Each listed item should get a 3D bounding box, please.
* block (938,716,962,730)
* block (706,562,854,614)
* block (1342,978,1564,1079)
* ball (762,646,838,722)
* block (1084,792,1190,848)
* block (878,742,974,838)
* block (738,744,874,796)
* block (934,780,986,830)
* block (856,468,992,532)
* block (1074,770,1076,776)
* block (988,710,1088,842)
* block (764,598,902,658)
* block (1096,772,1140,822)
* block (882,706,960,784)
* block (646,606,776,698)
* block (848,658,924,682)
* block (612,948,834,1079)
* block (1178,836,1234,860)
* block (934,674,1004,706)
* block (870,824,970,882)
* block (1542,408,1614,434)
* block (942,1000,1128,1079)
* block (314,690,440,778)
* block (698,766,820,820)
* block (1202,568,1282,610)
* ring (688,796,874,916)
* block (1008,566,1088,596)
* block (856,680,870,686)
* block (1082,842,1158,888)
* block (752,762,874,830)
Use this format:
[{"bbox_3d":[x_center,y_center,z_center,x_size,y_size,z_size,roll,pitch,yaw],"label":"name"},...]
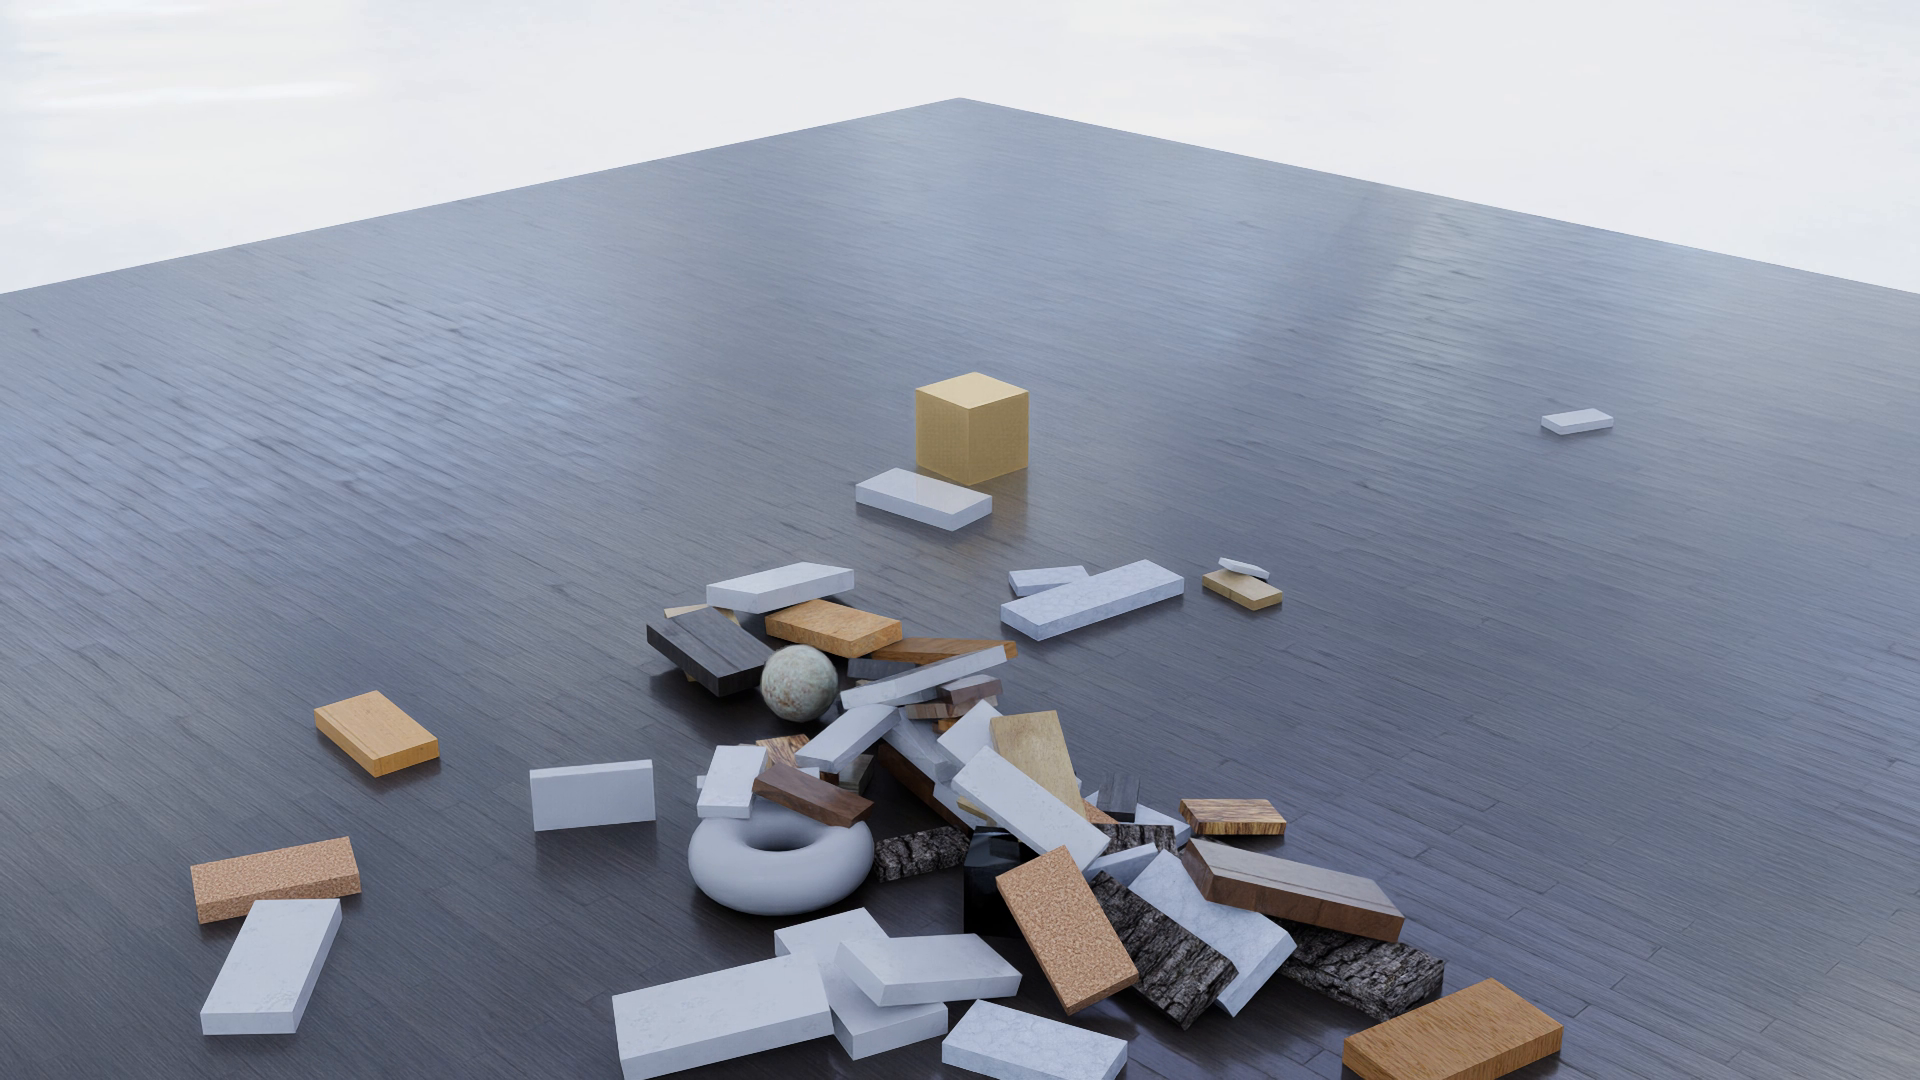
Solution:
[{"bbox_3d":[0.029,0.367,4.351,0.069,0.020,0.138,-11,10,-40],"label":"block"},{"bbox_3d":[-0.433,0.114,5.335,0.170,0.048,0.339,8,14,38],"label":"block"},{"bbox_3d":[0.830,0.848,3.700,0.337,0.048,0.169,-14,27,-29],"label":"block"},{"bbox_3d":[-0.350,0.314,4.806,0.169,0.169,0.169,0,23,0],"label":"ball"},{"bbox_3d":[0.335,0.567,4.384,0.225,0.032,0.113,20,30,38],"label":"block"},{"bbox_3d":[-0.019,0.490,4.489,0.149,0.042,0.297,-17,37,-36],"label":"block"},{"bbox_3d":[-0.336,0.481,4.558,0.290,0.041,0.145,4,18,9],"label":"block"},{"bbox_3d":[0.102,0.545,4.339,0.148,0.042,0.297,-20,43,-39],"label":"block"},{"bbox_3d":[-0.099,-0.112,5.964,0.339,0.048,0.170,17,29,35],"label":"block"},{"bbox_3d":[0.171,0.496,4.569,0.130,0.018,0.065,-17,28,-35],"label":"block"},{"bbox_3d":[0.146,0.443,4.149,0.129,0.037,0.258,-5,51,-12],"label":"block"},{"bbox_3d":[-0.298,0.206,5.165,0.156,0.044,0.311,-21,23,-40],"label":"block"},{"bbox_3d":[0.318,0.518,4.430,0.078,0.022,0.157,3,23,7],"label":"block"},{"bbox_3d":[-0.046,0.408,4.493,0.148,0.042,0.297,-11,20,-24],"label":"block"},{"bbox_3d":[-0.557,0.251,4.996,0.170,0.048,0.339,-15,27,-32],"label":"block"},{"bbox_3d":[-0.145,0.290,4.812,0.145,0.041,0.290,4,-5,10],"label":"block"},{"bbox_3d":[-0.404,0.805,3.731,0.354,0.050,0.177,-12,27,-8],"label":"block"},{"bbox_3d":[0.449,0.641,4.210,0.113,0.032,0.225,18,29,36],"label":"block"},{"bbox_3d":[0.017,0.301,4.426,0.102,0.029,0.204,-13,1,-9],"label":"block"},{"bbox_3d":[-0.080,0.610,4.287,0.201,0.028,0.100,-9,25,-21],"label":"block"},{"bbox_3d":[1.842,-0.354,6.560,0.189,0.027,0.094,-9,25,-21],"label":"block"},{"bbox_3d":[0.125,0.858,3.688,0.278,0.039,0.139,11,25,24],"label":"block"},{"bbox_3d":[-1.257,0.414,4.731,0.147,0.042,0.294,-18,29,-35],"label":"block"},{"bbox_3d":[-0.396,0.515,4.372,0.240,0.120,0.034,-4,39,-2],"label":"block"},{"bbox_3d":[0.699,0.119,5.445,0.094,0.027,0.189,-15,27,-32],"label":"block"},{"bbox_3d":[-0.341,0.596,4.205,0.357,0.119,0.357,0,22,0],"label":"ring"},{"bbox_3d":[0.225,0.102,5.487,0.189,0.027,0.095,-5,23,-11],"label":"block"},{"bbox_3d":[-0.177,0.339,4.940,0.059,0.017,0.118,-16,27,-32],"label":"block"},{"bbox_3d":[0.282,0.632,4.106,0.186,0.093,0.026,-14,33,-7],"label":"block"},{"bbox_3d":[-0.284,0.497,4.248,0.212,0.030,0.106,21,19,17],"label":"block"}]
